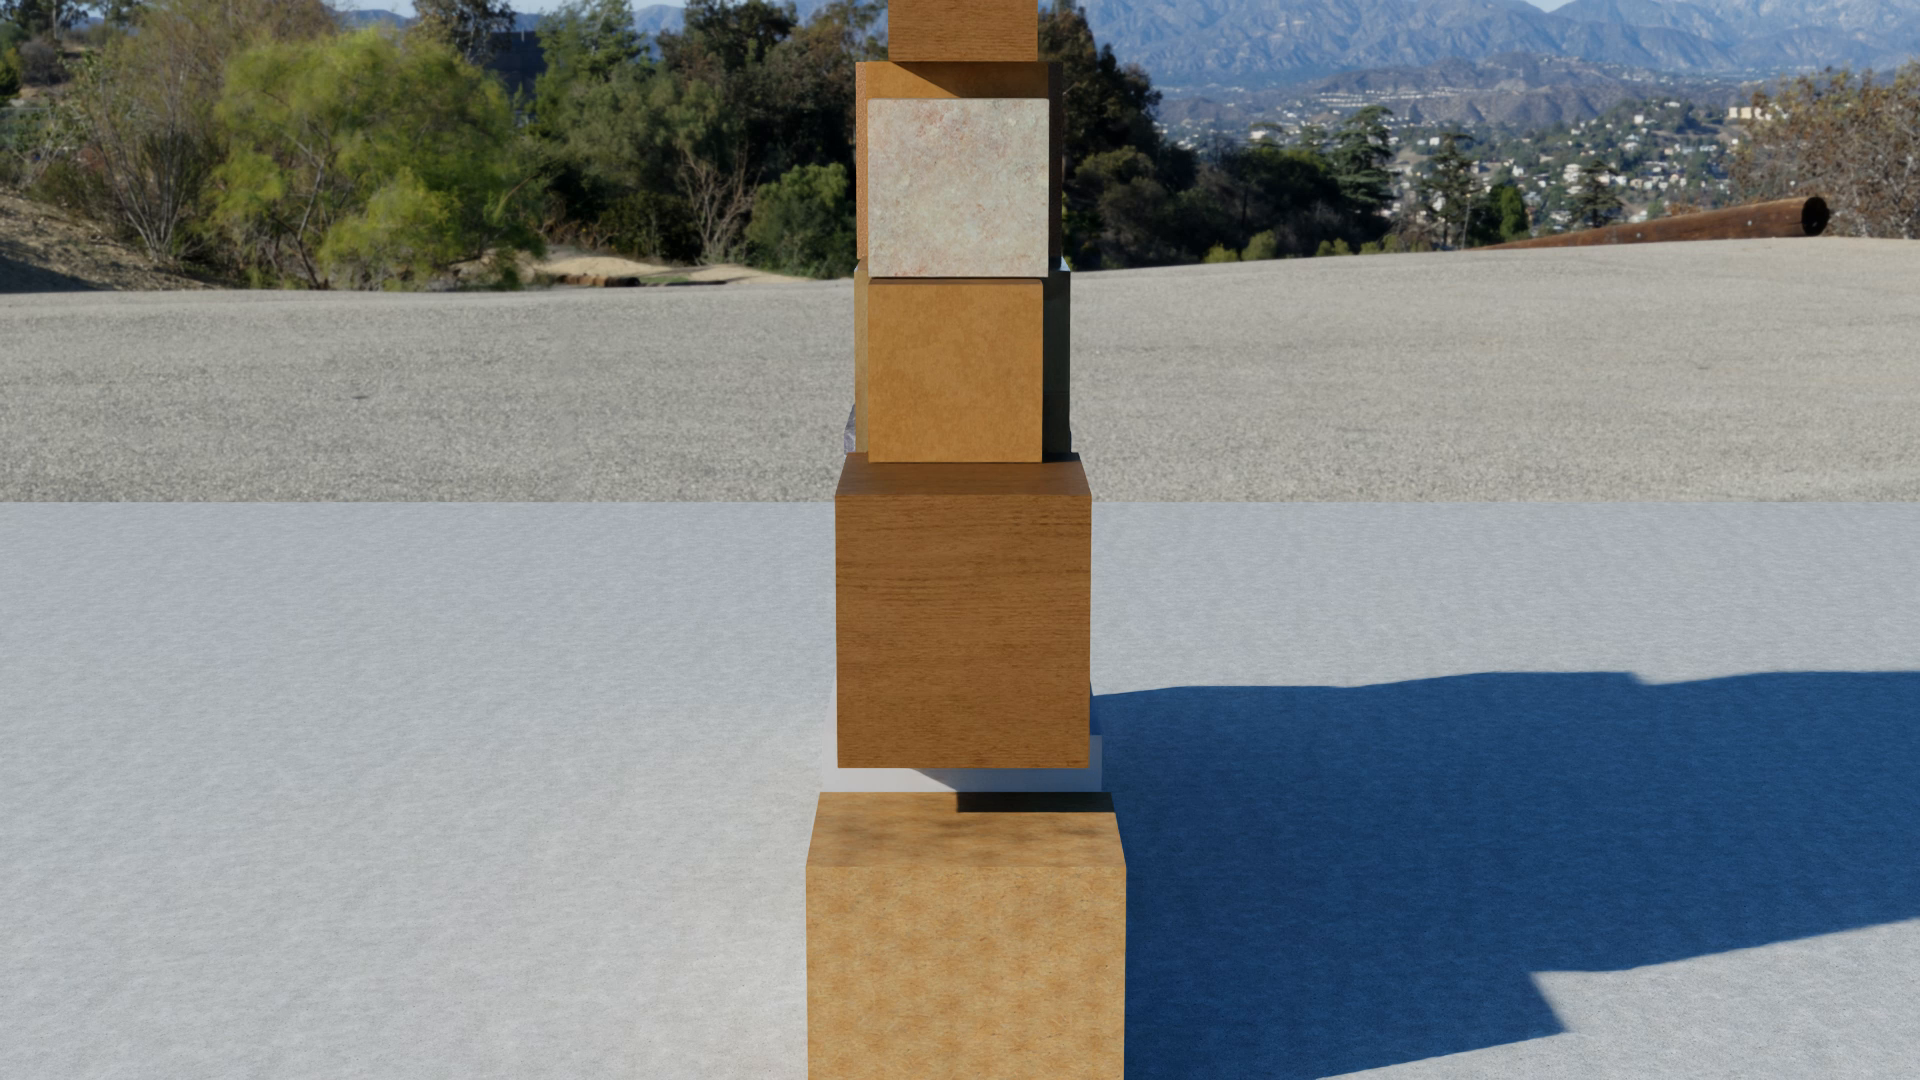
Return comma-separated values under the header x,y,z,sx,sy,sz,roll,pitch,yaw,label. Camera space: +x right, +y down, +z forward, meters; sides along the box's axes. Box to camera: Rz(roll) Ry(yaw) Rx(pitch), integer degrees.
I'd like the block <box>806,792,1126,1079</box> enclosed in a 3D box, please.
x,y,z,sx,sy,sz,roll,pitch,yaw,label
0.020,1.449,9.133,1.076,0.882,0.912,0,10,0,block

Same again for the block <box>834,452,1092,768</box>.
x,y,z,sx,sy,sz,roll,pitch,yaw,label
0.011,0.233,9.424,0.885,0.974,1.008,0,10,0,block

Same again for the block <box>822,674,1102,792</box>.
x,y,z,sx,sy,sz,roll,pitch,yaw,label
0.008,1.163,10.103,1.033,1.098,1.079,0,10,0,block

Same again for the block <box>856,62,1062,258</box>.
x,y,z,sx,sy,sz,roll,pitch,yaw,label
-0.003,-1.733,11.641,0.903,0.855,0.786,0,10,0,block

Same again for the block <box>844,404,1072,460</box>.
x,y,z,sx,sy,sz,roll,pitch,yaw,label
-0.011,-0.056,12.175,1.026,1.055,1.045,0,10,0,block

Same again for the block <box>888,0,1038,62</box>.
x,y,z,sx,sy,sz,roll,pitch,yaw,label
0.012,-2.314,10.470,0.592,0.712,0.660,0,10,0,block

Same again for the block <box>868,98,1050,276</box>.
x,y,z,sx,sy,sz,roll,pitch,yaw,label
-0.006,-1.400,10.121,0.688,0.670,0.712,0,10,0,block

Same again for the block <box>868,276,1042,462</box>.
x,y,z,sx,sy,sz,roll,pitch,yaw,label
-0.017,-0.671,9.853,0.646,0.655,0.711,0,9,0,block

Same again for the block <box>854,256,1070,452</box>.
x,y,z,sx,sy,sz,roll,pitch,yaw,label
0.010,-0.727,10.647,0.857,0.840,0.859,0,10,0,block

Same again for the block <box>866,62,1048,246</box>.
x,y,z,sx,sy,sz,roll,pitch,yaw,label
-0.013,-1.607,10.860,0.737,0.817,0.794,0,10,0,block
